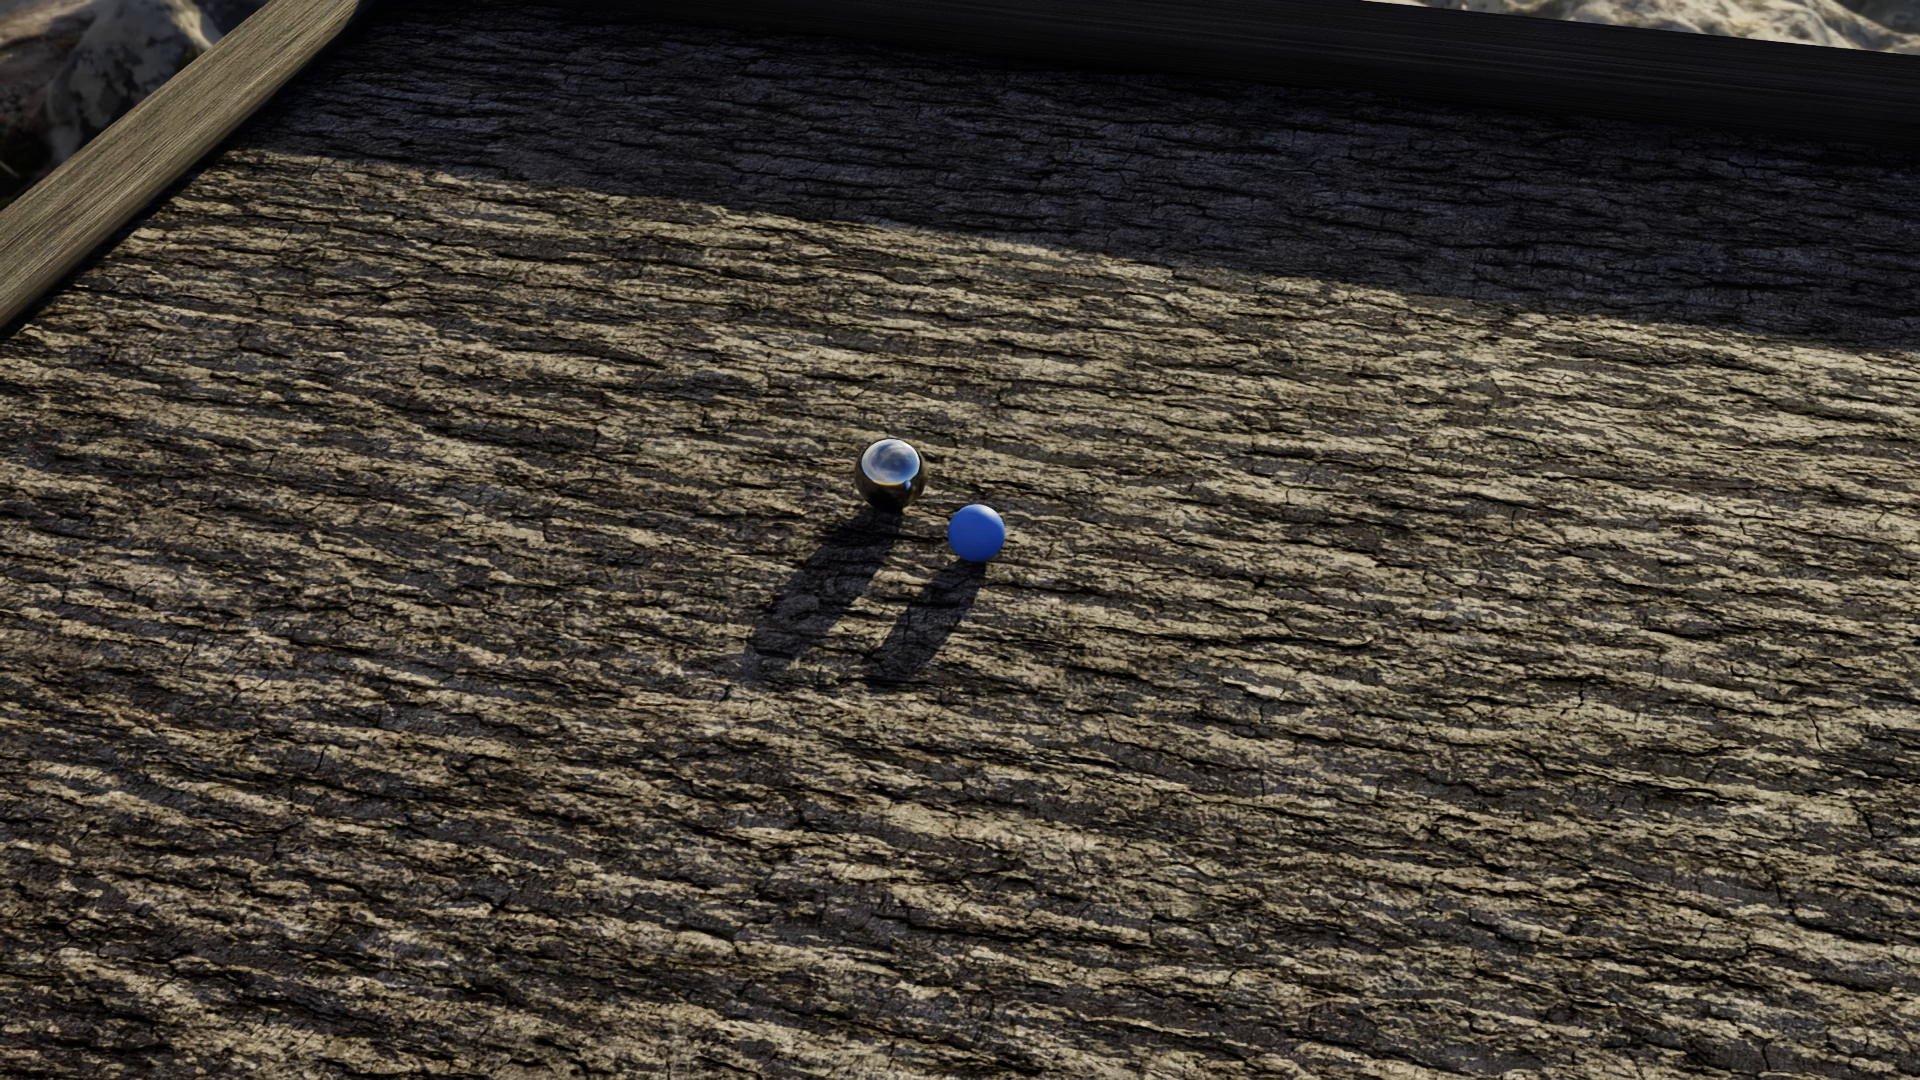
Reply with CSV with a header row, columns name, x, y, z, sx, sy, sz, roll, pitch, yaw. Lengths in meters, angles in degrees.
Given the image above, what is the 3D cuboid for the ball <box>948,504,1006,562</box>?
name,x,y,z,sx,sy,sz,roll,pitch,yaw
ball,0.013,-0.005,2.029,0.046,0.046,0.046,0,34,0

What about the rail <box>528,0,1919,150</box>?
name,x,y,z,sx,sy,sz,roll,pitch,yaw
rail,1.166,-0.409,2.577,3.789,0.102,0.045,8,35,12

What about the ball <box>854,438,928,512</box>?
name,x,y,z,sx,sy,sz,roll,pitch,yaw
ball,-0.056,-0.053,2.087,0.060,0.060,0.060,0,34,0

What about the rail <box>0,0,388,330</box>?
name,x,y,z,sx,sy,sz,roll,pitch,yaw
rail,-0.892,-0.154,2.198,0.045,0.102,1.993,8,35,12
